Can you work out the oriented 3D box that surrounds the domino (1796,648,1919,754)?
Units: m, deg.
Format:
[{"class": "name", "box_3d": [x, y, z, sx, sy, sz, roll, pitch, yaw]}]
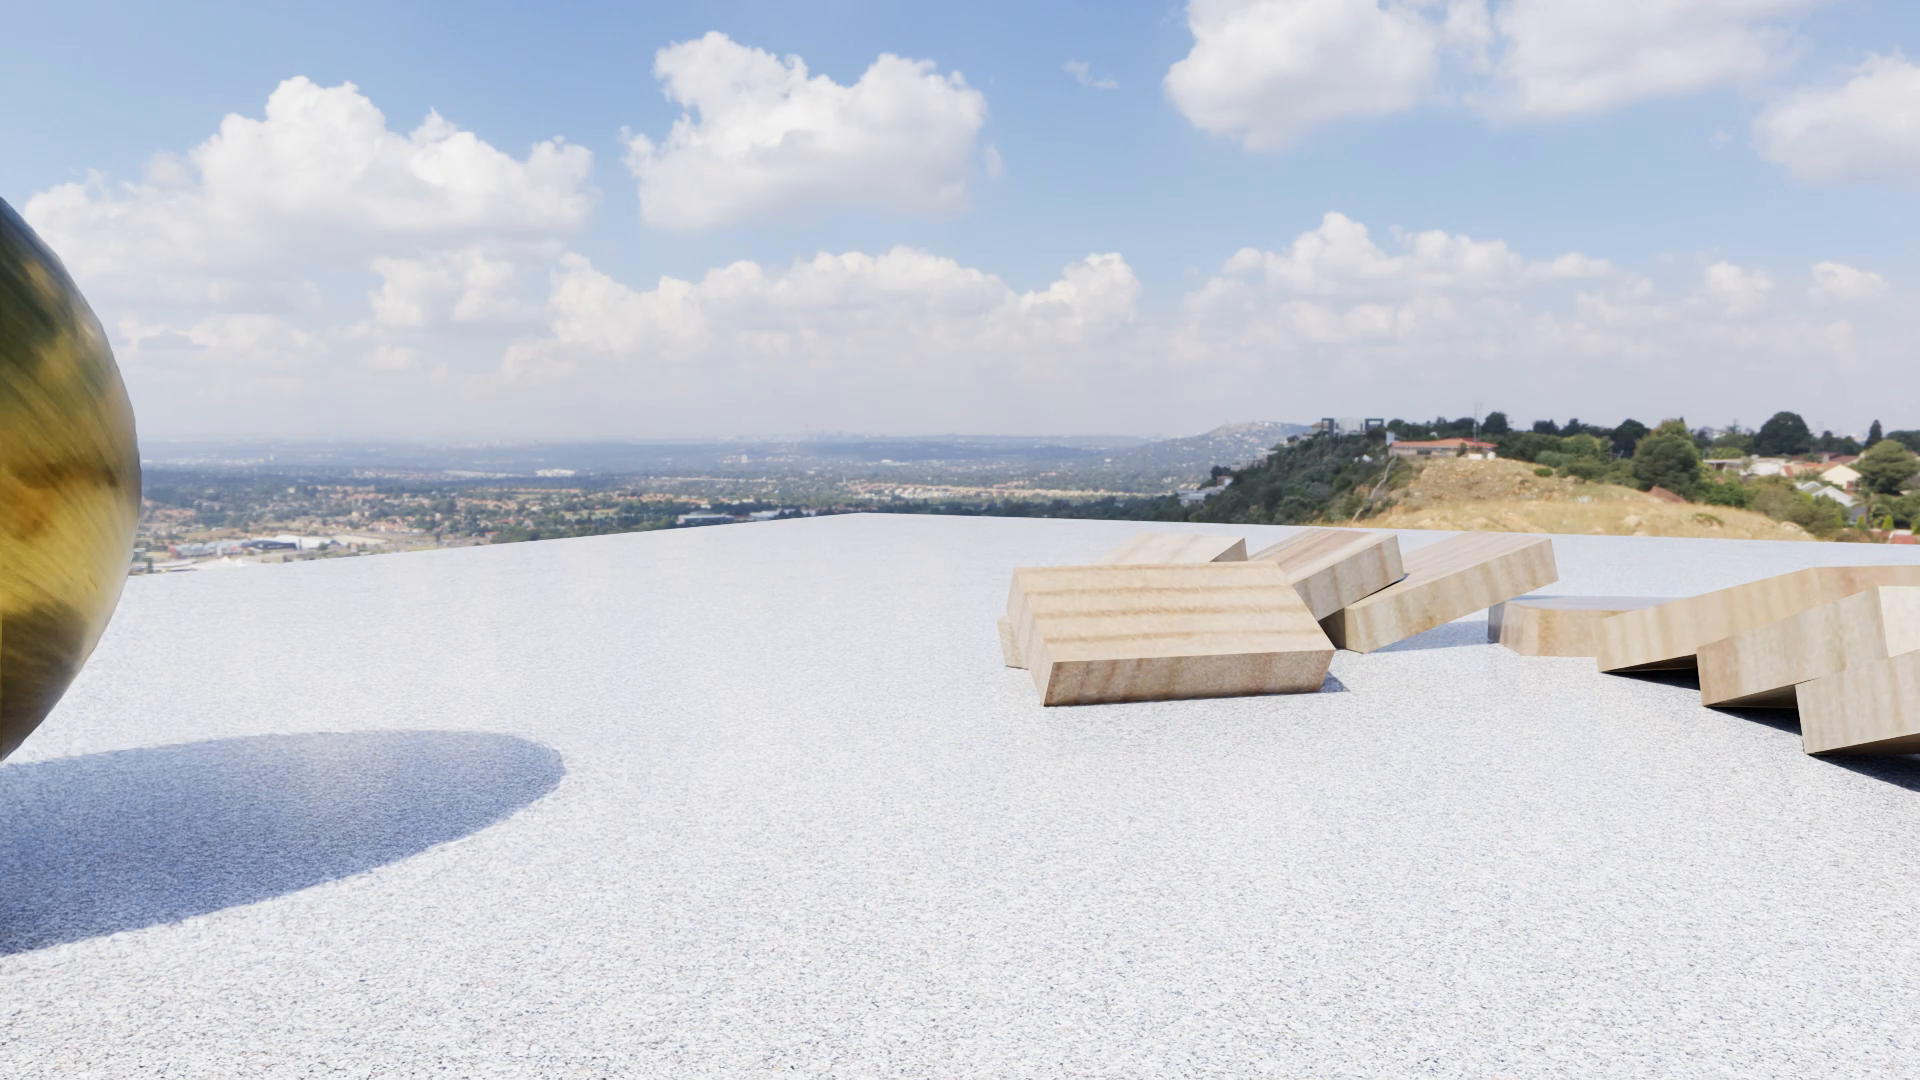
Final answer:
[{"class": "domino", "box_3d": [0.125, 0.018, 0.152, 0.025, 0.009, 0.050, -1, -15, 8]}]

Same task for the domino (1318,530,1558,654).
[{"class": "domino", "box_3d": [0.100, 0.010, 0.278, 0.050, 0.009, 0.025, -17, 9, -16]}]

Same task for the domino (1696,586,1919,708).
[{"class": "domino", "box_3d": [0.131, 0.017, 0.184, 0.025, 0.010, 0.050, 0, -14, 6]}]

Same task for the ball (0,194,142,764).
[{"class": "ball", "box_3d": [-0.121, -0.006, 0.115, 0.080, 0.080, 0.080, 0, 4, 0]}]

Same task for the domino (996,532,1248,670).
[{"class": "domino", "box_3d": [0.033, 0.012, 0.253, 0.025, 0.010, 0.050, 4, 23, 42]}]

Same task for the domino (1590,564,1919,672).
[{"class": "domino", "box_3d": [0.136, 0.014, 0.219, 0.025, 0.010, 0.050, -1, -13, -12]}]

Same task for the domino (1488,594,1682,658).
[{"class": "domino", "box_3d": [0.139, 0.018, 0.267, 0.050, 0.010, 0.025, 1, 4, 7]}]

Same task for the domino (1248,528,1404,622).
[{"class": "domino", "box_3d": [0.066, 0.011, 0.269, 0.050, 0.010, 0.025, -21, 14, -27]}]

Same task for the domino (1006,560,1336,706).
[{"class": "domino", "box_3d": [0.036, 0.015, 0.222, 0.050, 0.010, 0.025, -1, 36, -15]}]
